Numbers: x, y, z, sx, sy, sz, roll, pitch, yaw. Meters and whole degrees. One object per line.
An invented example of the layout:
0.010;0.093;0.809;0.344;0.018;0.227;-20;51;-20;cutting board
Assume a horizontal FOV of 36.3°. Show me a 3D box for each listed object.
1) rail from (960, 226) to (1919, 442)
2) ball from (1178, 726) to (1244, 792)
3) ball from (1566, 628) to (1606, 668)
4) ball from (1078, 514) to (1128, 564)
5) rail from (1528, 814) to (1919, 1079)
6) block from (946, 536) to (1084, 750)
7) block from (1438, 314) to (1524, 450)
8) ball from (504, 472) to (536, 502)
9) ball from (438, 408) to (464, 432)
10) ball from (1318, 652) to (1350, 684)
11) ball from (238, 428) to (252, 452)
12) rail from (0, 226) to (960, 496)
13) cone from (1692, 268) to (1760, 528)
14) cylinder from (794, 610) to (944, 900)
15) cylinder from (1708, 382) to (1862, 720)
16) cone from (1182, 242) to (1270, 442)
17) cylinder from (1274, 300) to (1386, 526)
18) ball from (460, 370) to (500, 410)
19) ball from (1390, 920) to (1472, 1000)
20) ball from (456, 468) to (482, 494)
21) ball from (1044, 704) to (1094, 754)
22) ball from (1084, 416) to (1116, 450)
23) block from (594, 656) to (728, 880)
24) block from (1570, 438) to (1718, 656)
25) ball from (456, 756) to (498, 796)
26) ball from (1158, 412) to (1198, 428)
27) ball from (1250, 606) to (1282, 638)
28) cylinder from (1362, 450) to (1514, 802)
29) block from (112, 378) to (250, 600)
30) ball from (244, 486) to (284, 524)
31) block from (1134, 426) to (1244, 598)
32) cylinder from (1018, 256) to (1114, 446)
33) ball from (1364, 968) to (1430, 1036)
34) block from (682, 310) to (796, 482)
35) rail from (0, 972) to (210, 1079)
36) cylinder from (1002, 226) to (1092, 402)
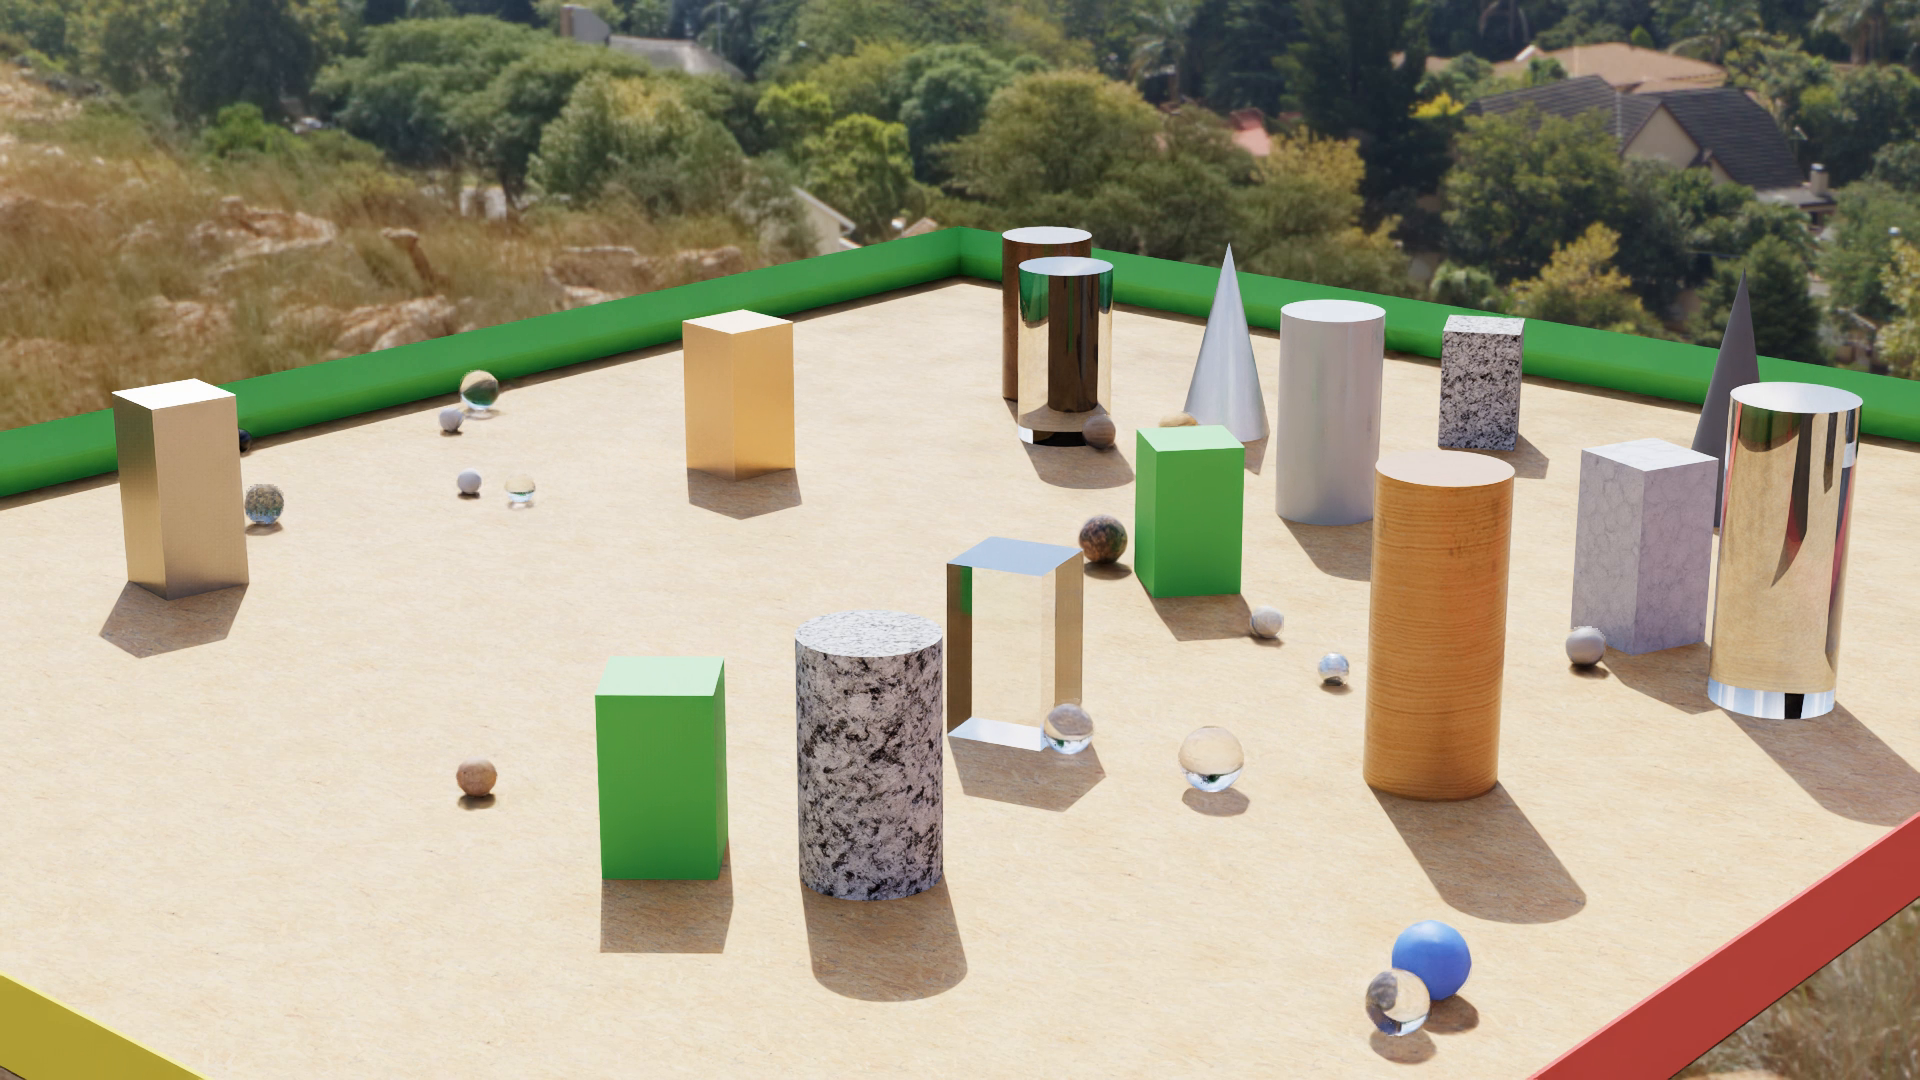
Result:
1.357;-0.419;6.617;3.642;0.127;0.045;14;22;39;rail
0.363;0.316;4.235;0.096;0.096;0.096;0;17;0;ball
1.015;0.174;4.760;0.064;0.064;0.064;0;17;0;ball
0.259;0.000;5.293;0.090;0.090;0.090;0;17;0;ball
1.357;0.372;3.992;0.045;0.127;4.187;14;22;39;rail
0.084;0.155;4.459;0.156;0.274;0.156;8;19;25;block
1.087;-0.329;6.114;0.156;0.246;0.156;4;17;13;block
-0.853;-0.103;5.686;0.060;0.060;0.060;0;17;0;ball
-1.078;-0.256;6.210;0.051;0.051;0.051;0;17;0;ball
0.596;0.205;4.679;0.052;0.052;0.052;0;17;0;ball
-1.485;-0.205;6.044;0.050;0.050;0.050;0;17;0;ball
-1.357;-0.308;6.248;0.045;0.127;4.187;14;22;39;rail
1.465;-0.281;5.545;0.195;0.483;0.195;0;17;0;cone
-0.120;0.285;3.914;0.195;0.340;0.195;0;17;0;cylinder
1.279;0.015;4.554;0.195;0.488;0.195;0;17;0;cylinder
0.560;-0.426;6.160;0.195;0.406;0.195;0;17;0;cone
0.702;-0.243;5.575;0.195;0.393;0.195;0;17;0;cylinder
-1.045;-0.326;6.383;0.085;0.085;0.085;0;17;0;ball
0.575;0.513;3.580;0.097;0.097;0.097;0;17;0;ball
-0.961;-0.116;5.747;0.050;0.050;0.050;0;17;0;ball
0.162;0.282;4.381;0.076;0.076;0.076;0;17;0;ball
0.289;-0.222;6.066;0.068;0.068;0.068;0;17;0;ball
-0.402;0.308;3.975;0.156;0.262;0.156;0;17;1;block
1.136;0.009;4.874;0.156;0.315;0.156;-9;19;-27;block
-0.696;0.339;4.223;0.058;0.058;0.058;0;17;0;ball
0.447;-0.214;6.001;0.092;0.092;0.092;0;17;0;ball
0.512;0.136;4.902;0.054;0.054;0.054;0;17;0;ball
0.688;0.123;4.227;0.195;0.470;0.195;0;17;0;cylinder
-1.369;-0.090;5.153;0.156;0.344;0.156;-14;22;-38;block
-1.315;-0.066;5.539;0.075;0.075;0.075;0;17;0;ball
0.402;-0.052;5.162;0.156;0.265;0.156;-3;17;-9;block
0.220;-0.395;6.131;0.195;0.362;0.195;0;17;0;cylinder
0.521;0.550;3.490;0.079;0.079;0.079;0;17;0;ball
-0.444;-0.291;5.893;0.156;0.302;0.156;-15;23;-41;block
-1.357;0.483;3.624;3.642;0.127;0.045;14;22;39;rail
0.190;-0.495;6.469;0.195;0.359;0.195;0;17;0;cylinder
